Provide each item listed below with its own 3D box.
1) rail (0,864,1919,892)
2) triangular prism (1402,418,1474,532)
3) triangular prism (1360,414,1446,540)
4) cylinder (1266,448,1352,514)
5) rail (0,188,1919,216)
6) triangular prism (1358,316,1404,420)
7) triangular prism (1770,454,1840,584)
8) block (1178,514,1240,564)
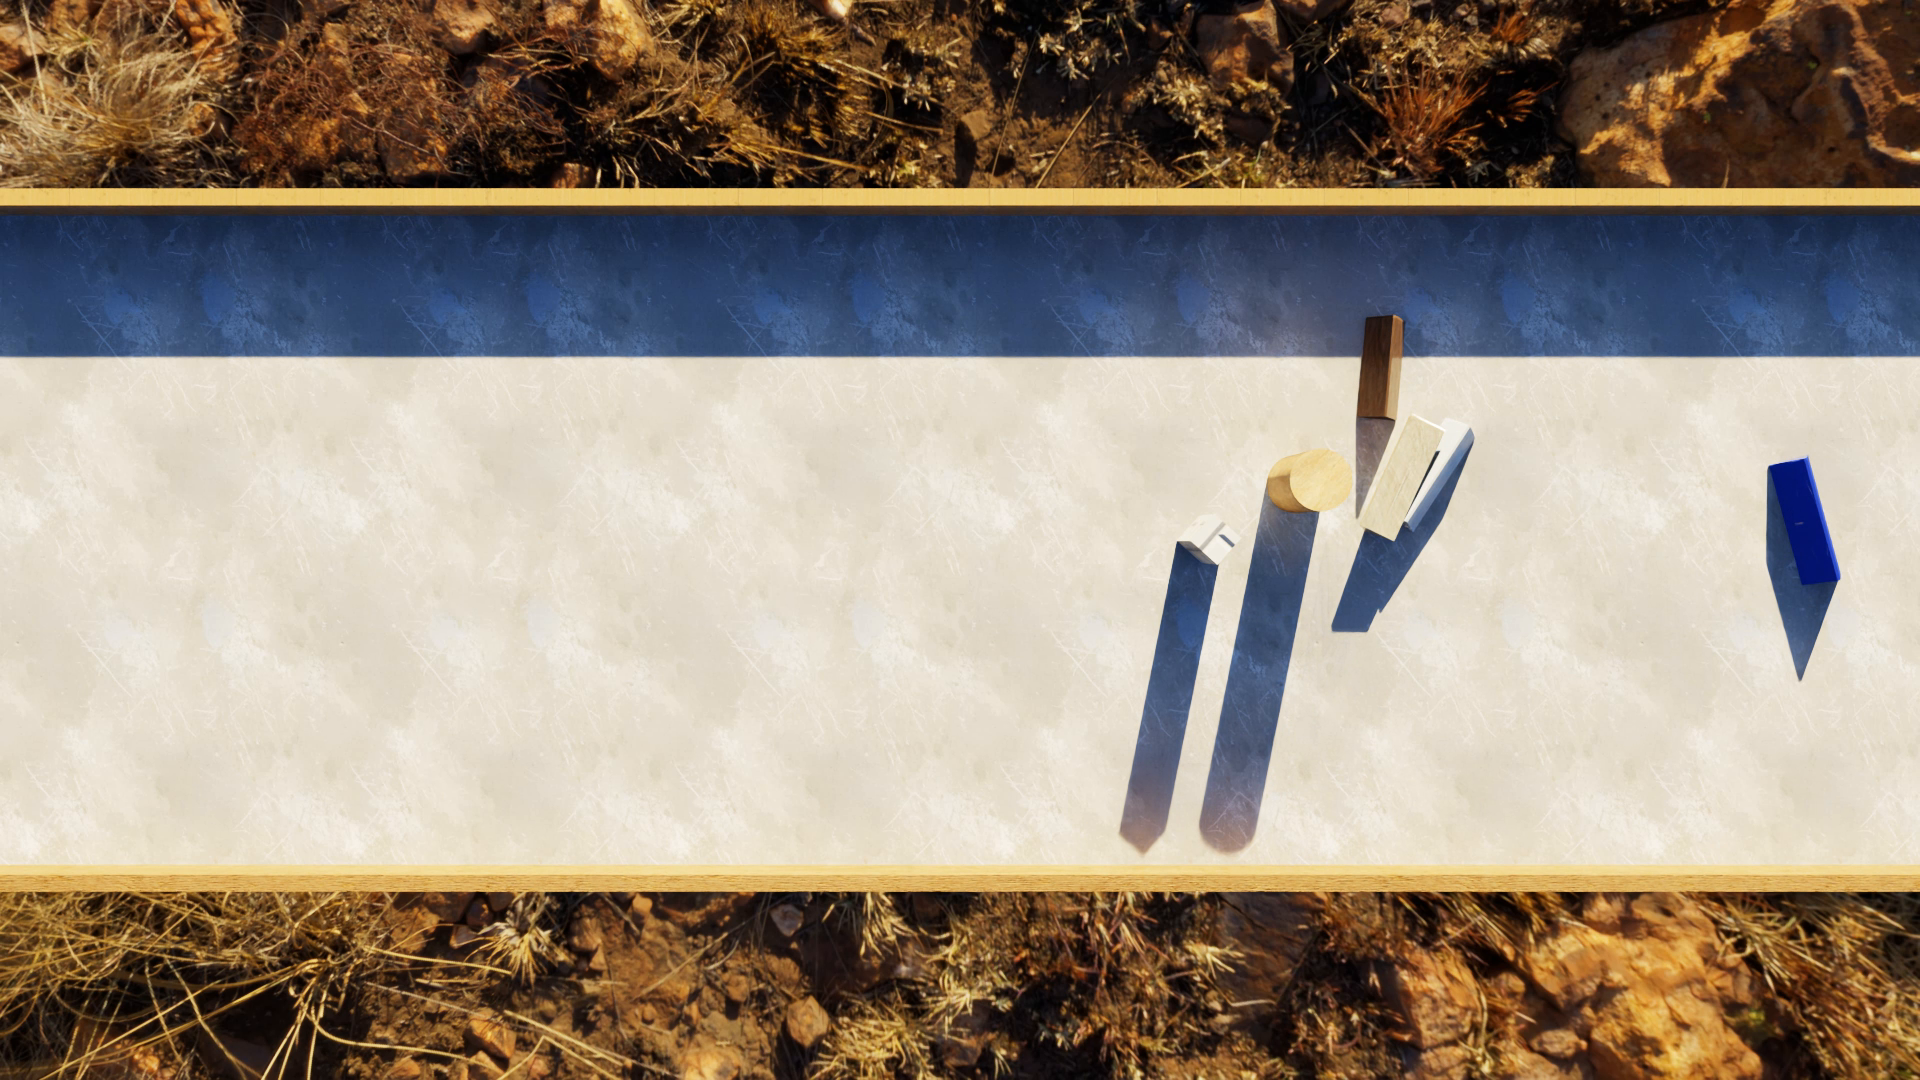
[{"bbox_3d":[-2.247,1.025,5.001,12.000,0.150,0.050,0,90,0],"label":"rail"},{"bbox_3d":[1.443,-0.200,5.027,0.108,0.094,0.348,33,90,0],"label":"triangular prism"},{"bbox_3d":[1.320,-0.197,4.998,0.103,0.119,0.373,25,90,-37],"label":"triangular prism"},{"bbox_3d":[1.034,-0.172,4.898,0.180,0.357,0.180,0,90,0],"label":"cylinder"},{"bbox_3d":[-2.247,-1.025,5.002,12.000,0.150,0.050,0,90,0],"label":"rail"},{"bbox_3d":[1.296,-0.525,5.022,0.120,0.104,0.307,5,90,0],"label":"triangular prism"},{"bbox_3d":[2.598,-0.062,5.021,0.122,0.106,0.382,-15,90,0],"label":"triangular prism"},{"bbox_3d":[0.741,-0.002,4.923,0.104,0.307,0.104,42,90,0],"label":"block"}]
